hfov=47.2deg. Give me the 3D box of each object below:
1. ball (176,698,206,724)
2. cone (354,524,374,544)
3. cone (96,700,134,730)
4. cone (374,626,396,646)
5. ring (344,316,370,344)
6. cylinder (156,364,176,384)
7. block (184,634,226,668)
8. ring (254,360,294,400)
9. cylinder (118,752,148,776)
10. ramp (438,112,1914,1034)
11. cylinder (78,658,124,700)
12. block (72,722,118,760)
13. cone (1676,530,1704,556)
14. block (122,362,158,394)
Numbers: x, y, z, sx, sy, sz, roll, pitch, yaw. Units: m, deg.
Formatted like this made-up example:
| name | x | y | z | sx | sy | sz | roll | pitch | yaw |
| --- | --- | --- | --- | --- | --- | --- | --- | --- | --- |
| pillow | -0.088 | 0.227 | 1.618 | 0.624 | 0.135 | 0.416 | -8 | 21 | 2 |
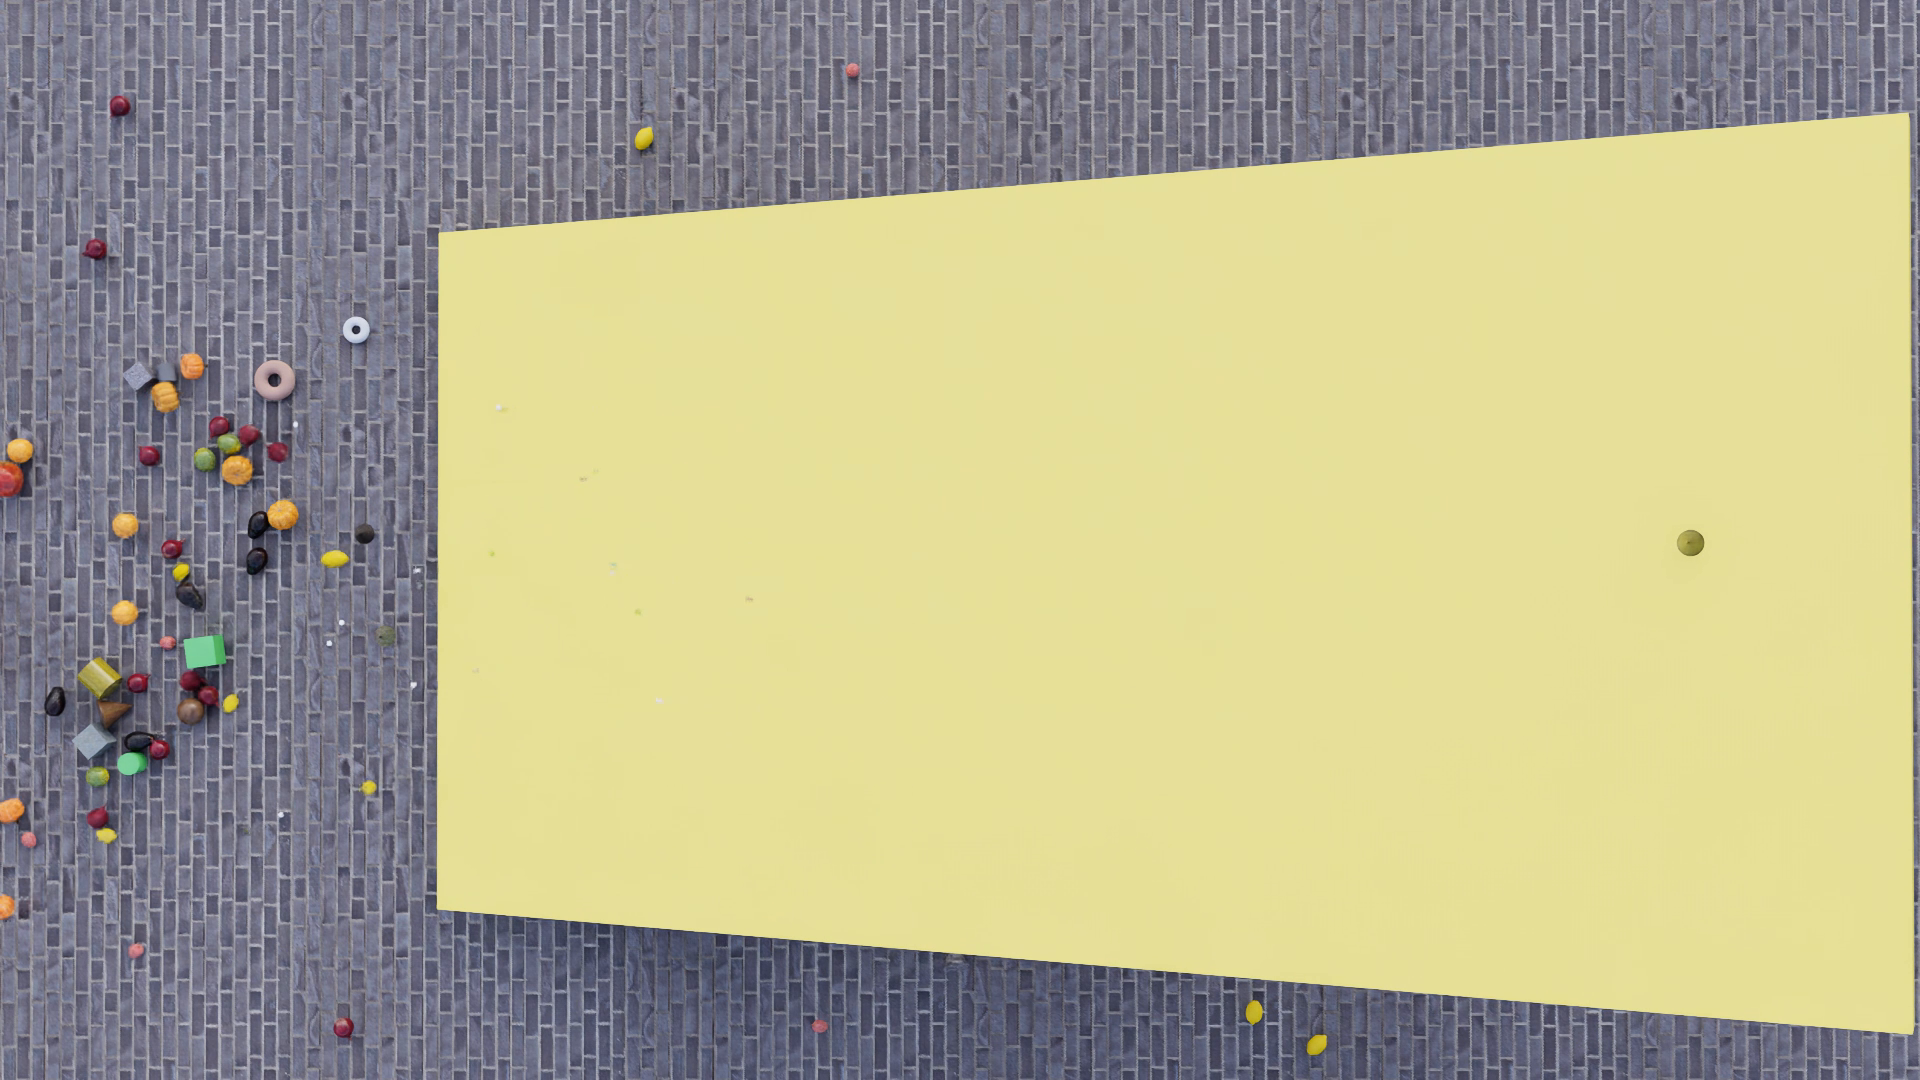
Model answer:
| name | x | y | z | sx | sy | sz | roll | pitch | yaw |
| --- | --- | --- | --- | --- | --- | --- | --- | --- | --- |
| ball | -2.290 | 0.510 | 6.548 | 0.080 | 0.080 | 0.080 | 0 | 89 | 0 |
| cone | -1.785 | -0.019 | 6.563 | 0.061 | 0.061 | 0.061 | 0 | 89 | 0 |
| cone | -2.516 | 0.507 | 6.566 | 0.098 | 0.098 | 0.098 | -18 | 89 | -27 |
| cone | -1.723 | 0.288 | 6.558 | 0.065 | 0.065 | 0.065 | 0 | 89 | 0 |
| ring | -1.808 | -0.629 | 6.587 | 0.081 | 0.027 | 0.081 | 0 | 89 | 1 |
| cylinder | -2.373 | -0.497 | 6.573 | 0.053 | 0.053 | 0.053 | -11 | 89 | 0 |
| block | -2.247 | 0.332 | 6.546 | 0.087 | 0.087 | 0.087 | -8 | 89 | 0 |
| ring | -2.050 | -0.478 | 6.579 | 0.122 | 0.041 | 0.122 | 0 | 89 | 1 |
| cylinder | -2.466 | 0.665 | 6.554 | 0.065 | 0.065 | 0.065 | 0 | 89 | 0 |
| ramp | 0.281 | 0.081 | 5.682 | 4.000 | 0.100 | 2.000 | 0 | 89 | 26 |
| cylinder | -2.559 | 0.412 | 6.544 | 0.091 | 0.091 | 0.091 | 43 | 90 | 0 |
| block | -2.577 | 0.598 | 6.549 | 0.076 | 0.076 | 0.076 | -41 | 90 | 0 |
| cone | 1.638 | 0.006 | 4.942 | 0.060 | 0.060 | 0.060 | 0 | 89 | 26 |
| block | -2.446 | -0.486 | 6.567 | 0.064 | 0.064 | 0.064 | -39 | 89 | 0 |
